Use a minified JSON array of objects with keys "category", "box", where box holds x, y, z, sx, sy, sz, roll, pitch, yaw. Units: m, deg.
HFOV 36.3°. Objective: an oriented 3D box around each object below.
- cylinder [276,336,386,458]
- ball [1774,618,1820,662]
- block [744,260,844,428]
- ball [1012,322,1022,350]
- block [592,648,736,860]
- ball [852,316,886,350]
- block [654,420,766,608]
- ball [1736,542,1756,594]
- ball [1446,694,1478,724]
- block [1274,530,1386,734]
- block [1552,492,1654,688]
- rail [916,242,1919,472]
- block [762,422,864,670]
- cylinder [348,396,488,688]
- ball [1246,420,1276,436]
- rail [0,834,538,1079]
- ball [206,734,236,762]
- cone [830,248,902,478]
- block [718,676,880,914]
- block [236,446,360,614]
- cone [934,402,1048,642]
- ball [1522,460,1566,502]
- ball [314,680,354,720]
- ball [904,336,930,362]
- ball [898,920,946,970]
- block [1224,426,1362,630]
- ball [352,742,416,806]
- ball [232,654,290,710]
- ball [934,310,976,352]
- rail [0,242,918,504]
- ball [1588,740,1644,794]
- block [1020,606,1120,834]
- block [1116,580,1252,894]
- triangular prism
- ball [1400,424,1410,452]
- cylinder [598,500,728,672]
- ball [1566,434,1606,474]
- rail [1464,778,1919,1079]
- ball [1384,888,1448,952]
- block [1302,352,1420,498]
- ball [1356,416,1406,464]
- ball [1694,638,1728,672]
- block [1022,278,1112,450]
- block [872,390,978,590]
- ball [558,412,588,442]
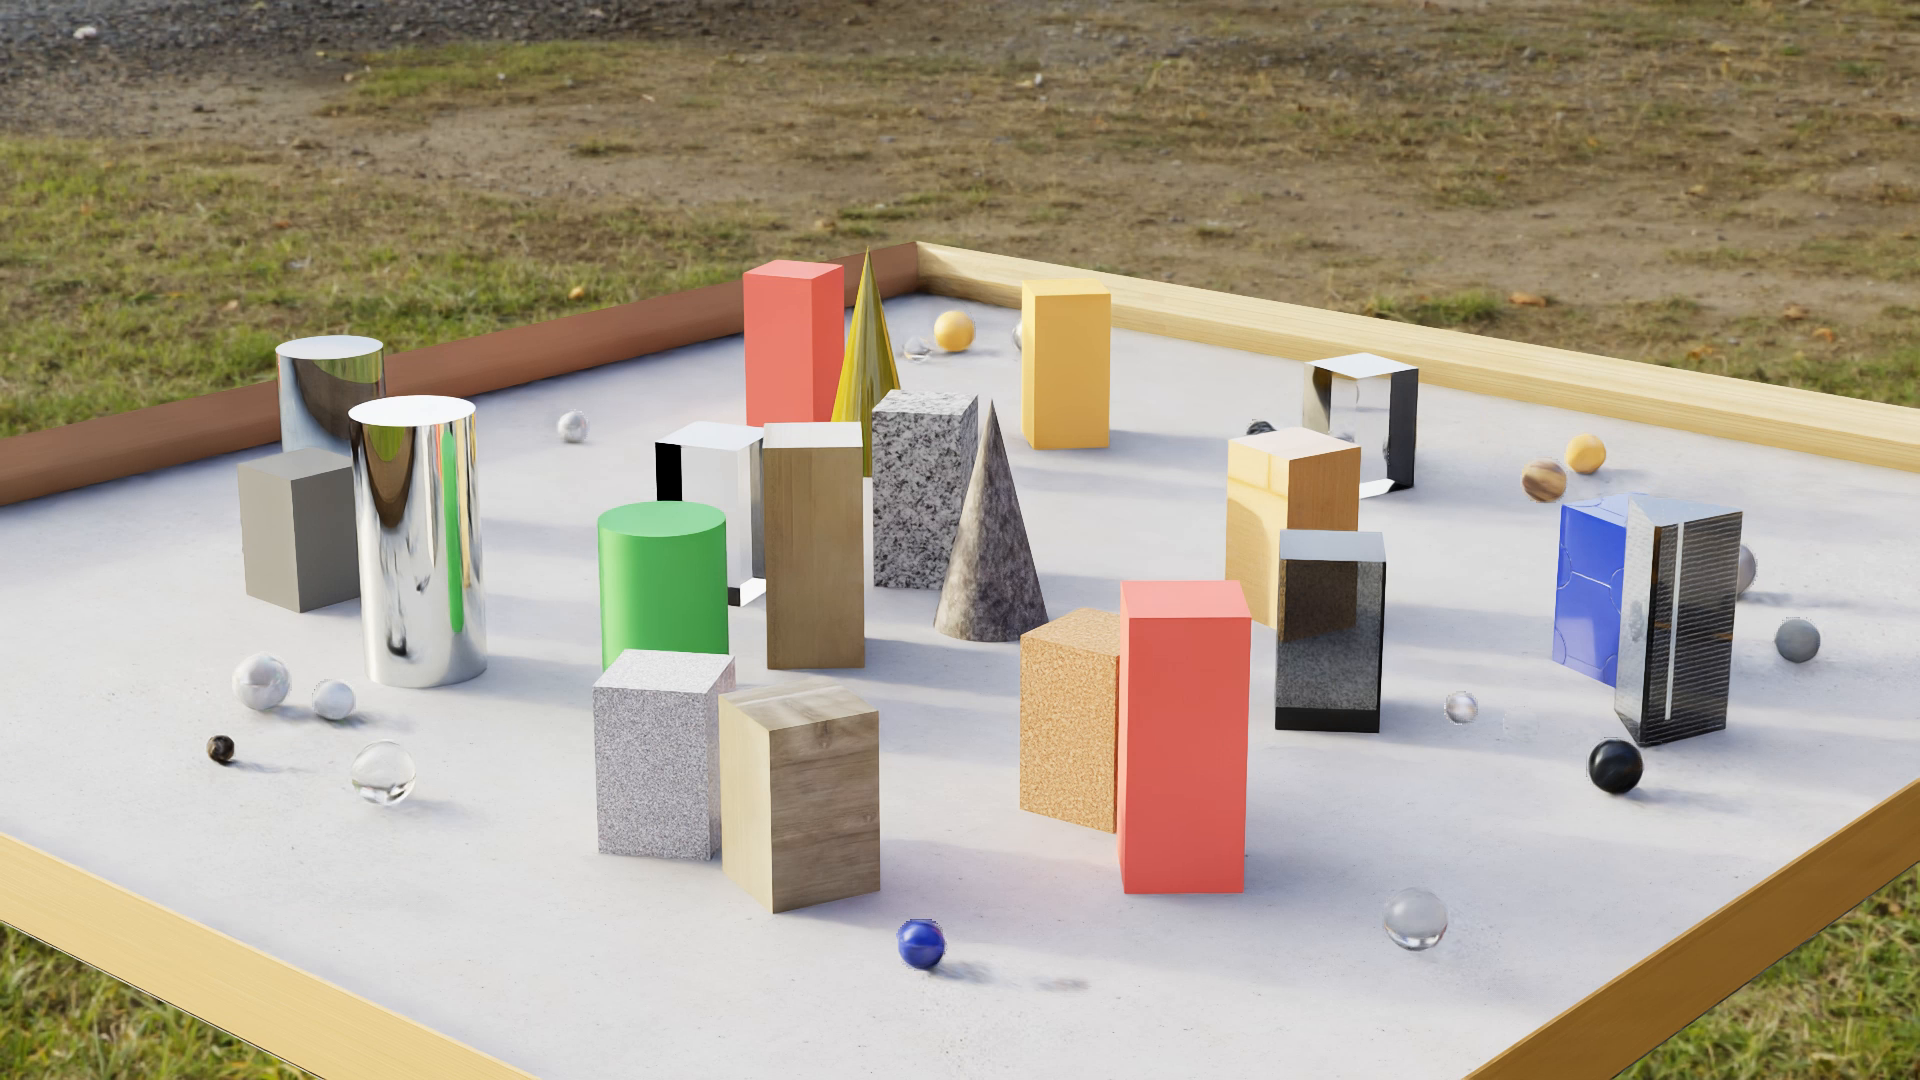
[{"category":"cylinder","box":[-1.181,-0.201,5.537,0.198,0.335,0.198,0,17,0]},{"category":"ball","box":[1.367,0.164,4.783,0.072,0.072,0.072,0,17,0]},{"category":"block","box":[-0.350,-0.408,6.220,0.158,0.338,0.158,7,18,22]},{"category":"ball","box":[0.158,-0.481,6.922,0.073,0.073,0.073,0,17,0]},{"category":"block","box":[-0.405,0.295,4.052,0.158,0.243,0.158,3,17,10]},{"category":"ball","box":[-0.215,-0.490,6.943,0.079,0.079,0.079,0,17,0]},{"category":"block","box":[-0.422,-0.048,5.126,0.158,0.279,0.158,7,18,21]},{"category":"ball","box":[1.340,0.048,5.121,0.099,0.099,0.099,0,17,0]},{"category":"ball","box":[0.772,0.260,4.510,0.046,0.046,0.046,0,17,0]},{"category":"block","box":[0.568,0.139,4.517,0.158,0.274,0.158,2,17,5]},{"category":"block","box":[1.076,0.079,4.731,0.158,0.266,0.158,-9,19,-28]},{"category":"rail","box":[1.208,-0.369,6.452,3.540,0.128,0.045,14,22,39]},{"category":"block","box":[-0.238,0.008,4.782,0.158,0.372,0.158,-1,17,-3]},{"category":"cylinder","box":[-0.867,0.001,4.701,0.198,0.431,0.198,0,17,0]},{"category":"ball","box":[0.622,-0.214,6.052,0.064,0.064,0.064,0,17,0]},{"category":"rail","box":[-1.208,0.434,3.788,3.540,0.128,0.045,14,22,39]},{"category":"ball","box":[-1.097,0.310,4.353,0.042,0.042,0.042,0,17,0]},{"category":"cone","box":[-0.183,-0.370,5.898,0.198,0.452,0.198,0,17,0]},{"category":"block","box":[-0.213,0.336,3.896,0.158,0.255,0.158,-9,19,-27]},{"category":"block","box":[-1.138,-0.019,5.106,0.158,0.237,0.158,15,22,40]},{"category":"cone","box":[0.053,-0.047,4.924,0.198,0.396,0.198,0,17,0]},{"category":"ball","box":[1.135,-0.115,5.689,0.084,0.084,0.084,0,17,0]},{"category":"ball","box":[-0.965,0.247,4.527,0.060,0.060,0.060,0,17,0]},{"category":"ball","box":[-0.101,-0.443,6.815,0.062,0.062,0.062,0,17,0]},{"category":"ball","box":[-0.048,0.506,3.667,0.060,0.060,0.060,0,17,0]},{"category":"block","box":[0.566,-0.020,4.997,0.158,0.301,0.158,-11,20,-32]},{"category":"ball","box":[-0.822,0.334,4.186,0.092,0.092,0.092,0,17,0]},{"category":"ball","box":[-1.088,0.221,4.565,0.089,0.089,0.089,0,17,0]},{"category":"ball","box":[-0.013,-0.493,6.921,0.097,0.097,0.097,0,17,0]},{"category":"rail","box":[-1.318,-0.298,6.216,0.045,0.128,3.733,14,22,39]},{"category":"ball","box":[0.946,0.327,4.230,0.079,0.079,0.079,0,17,0]},{"category":"block","box":[0.195,0.253,4.159,0.158,0.261,0.158,12,20,34]},{"category":"block","box":[0.296,0.262,3.915,0.158,0.386,0.158,0,17,-1]},{"category":"triangular prism","box":[1.062,0.116,4.465,0.171,0.348,0.148,-10,19,-29]},{"category":"ball","box":[0.884,-0.206,6.011,0.073,0.073,0.073,0,17,0]},{"category":"cylinder","box":[-0.460,0.111,4.563,0.198,0.301,0.198,0,17,0]},{"category":"ball","box":[1.257,-0.173,5.889,0.080,0.080,0.080,0,17,0]},{"category":"rail","box":[1.318,0.362,4.024,0.045,0.128,3.733,14,22,39]},{"category":"ball","box":[0.578,0.481,3.716,0.080,0.080,0.080,0,17,0]},{"category":"block","box":[0.787,-0.226,5.782,0.158,0.243,0.158,-11,20,-32]},{"category":"ball","box":[0.851,-0.202,5.933,0.099,0.099,0.099,0,17,0]},{"category":"ball","box":[1.211,0.185,4.734,0.054,0.054,0.054,0,17,0]},{"category":"block","box":[0.220,-0.368,6.111,0.158,0.325,0.158,-2,17,-8]},{"category":"block","box":[-0.060,-0.089,5.196,0.158,0.319,0.158,3,17,11]},{"category":"ball","box":[-0.809,-0.236,6.128,0.062,0.062,0.062,0,17,0]}]
